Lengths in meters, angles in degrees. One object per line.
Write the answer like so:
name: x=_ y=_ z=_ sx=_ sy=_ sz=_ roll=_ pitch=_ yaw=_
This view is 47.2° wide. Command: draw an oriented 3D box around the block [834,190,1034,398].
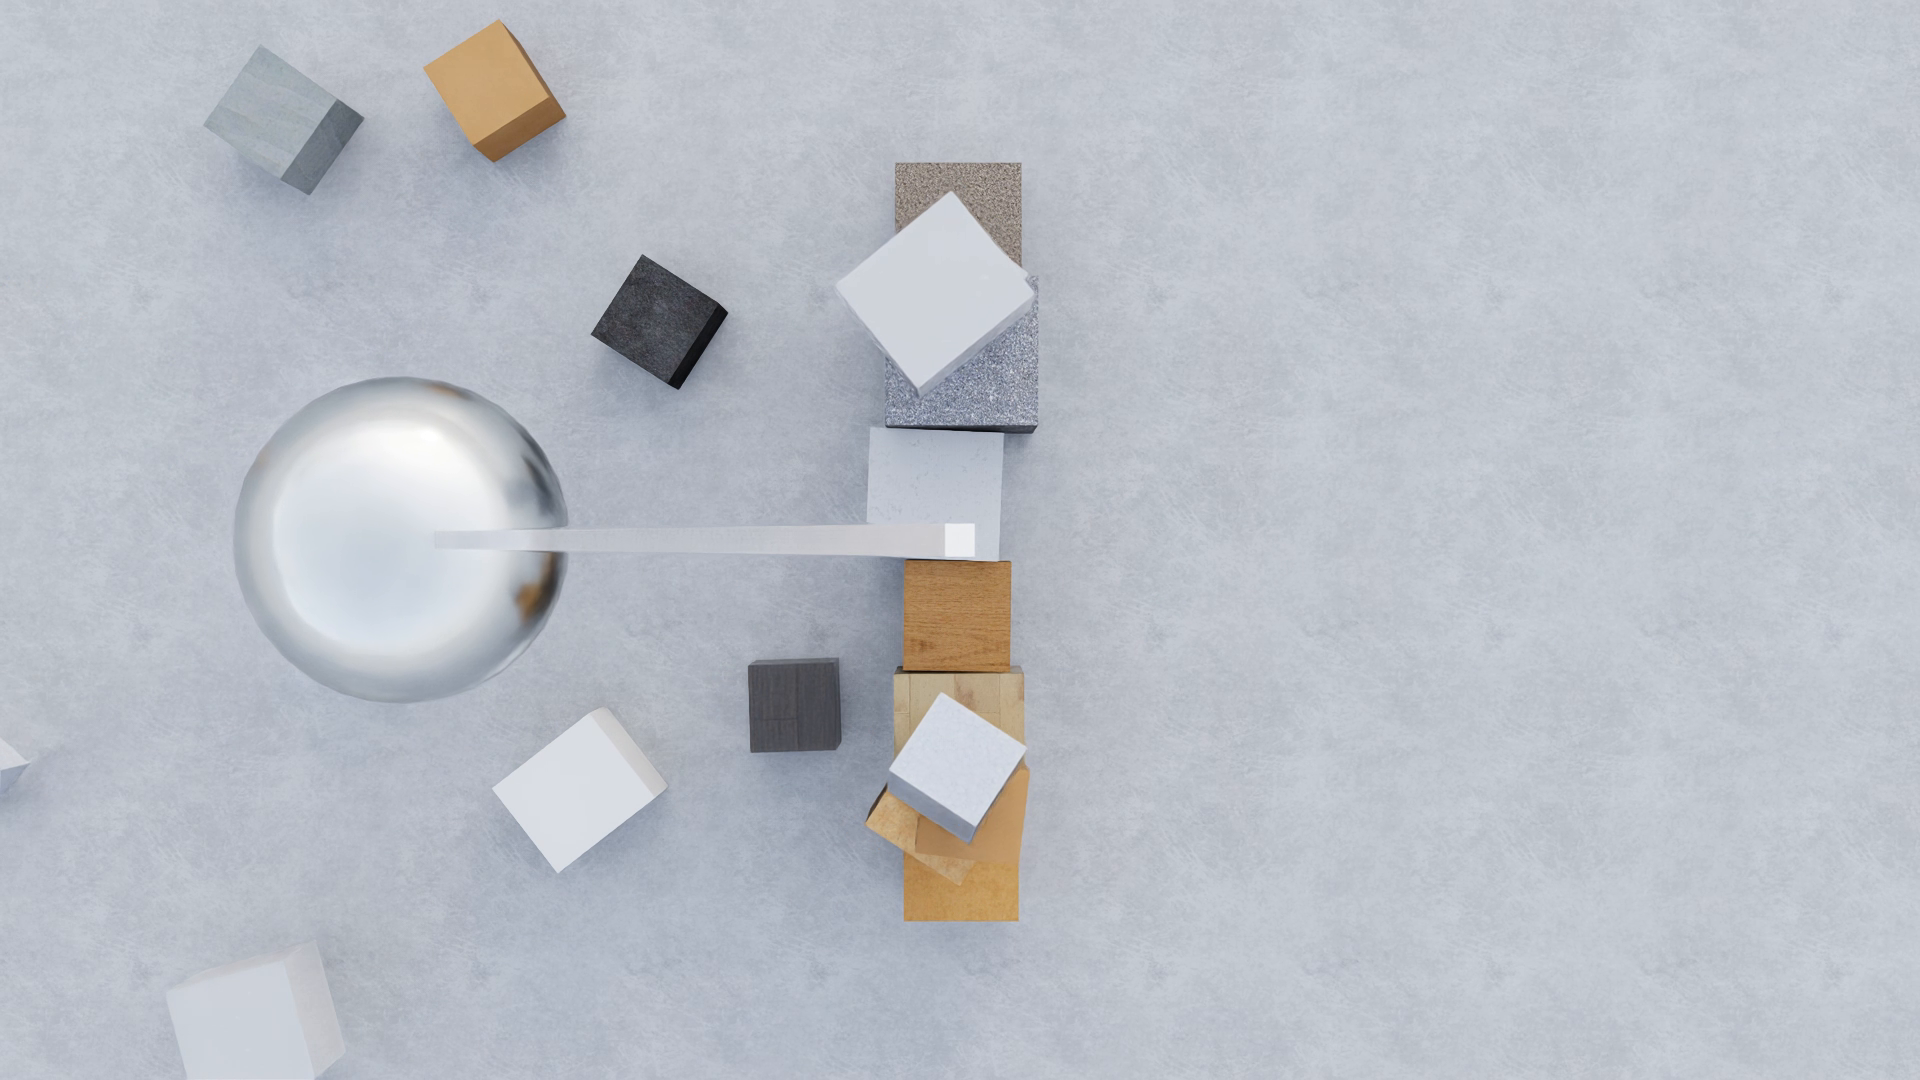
block: x=-0.120 y=-1.170 z=10.621 sx=0.707 sy=0.666 sz=0.622 roll=-39 pitch=90 yaw=0

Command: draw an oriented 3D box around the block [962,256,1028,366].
block: x=-0.016 y=-1.333 z=11.793 sx=0.517 sy=0.536 sz=0.560 roll=38 pitch=90 yaw=0

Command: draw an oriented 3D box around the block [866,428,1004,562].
block: x=-0.143 y=-0.255 z=12.646 sx=0.746 sy=0.708 sz=0.720 roll=2 pitch=90 yaw=0

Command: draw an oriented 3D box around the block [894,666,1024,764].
block: x=-0.004 y=1.133 z=12.596 sx=0.723 sy=0.808 sz=0.781 roll=0 pitch=90 yaw=0

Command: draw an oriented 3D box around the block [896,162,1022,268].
block: x=-0.009 y=-1.794 z=12.707 sx=0.715 sy=0.586 sz=0.674 roll=0 pitch=90 yaw=0

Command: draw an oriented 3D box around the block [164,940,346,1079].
block: x=-4.053 y=2.788 z=12.688 sx=0.694 sy=0.625 sz=0.688 roll=-15 pitch=90 yaw=0

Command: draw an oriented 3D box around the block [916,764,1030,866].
block: x=0.060 y=1.374 z=11.295 sx=0.525 sy=0.463 sz=0.480 roll=7 pitch=88 yaw=-1

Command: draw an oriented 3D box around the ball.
ball: x=-2.707 y=0.000 z=10.723 sx=1.600 sy=1.600 sz=1.600 roll=0 pitch=90 yaw=0

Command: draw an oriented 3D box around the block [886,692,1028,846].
block: x=-0.022 y=1.126 z=10.772 sx=0.495 sy=0.559 sz=0.457 roll=33 pitch=74 yaw=7

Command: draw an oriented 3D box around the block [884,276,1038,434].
block: x=0.009 y=-1.040 z=12.531 sx=0.842 sy=0.939 sz=0.818 roll=0 pitch=90 yaw=0

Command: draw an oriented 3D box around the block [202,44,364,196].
block: x=-3.899 y=-2.420 z=12.712 sx=0.533 sy=0.576 sz=0.563 roll=35 pitch=90 yaw=0

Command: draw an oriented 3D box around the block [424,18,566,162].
block: x=-2.681 y=-2.588 z=12.716 sx=0.513 sy=0.568 sz=0.523 roll=-33 pitch=90 yaw=0

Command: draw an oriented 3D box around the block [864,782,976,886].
block: x=-0.084 y=1.395 z=11.863 sx=0.593 sy=0.659 sz=0.620 roll=33 pitch=90 yaw=0

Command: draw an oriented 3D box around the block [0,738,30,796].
block: x=-5.854 y=1.367 z=12.771 sx=0.472 sy=0.458 sz=0.537 roll=41 pitch=90 yaw=0

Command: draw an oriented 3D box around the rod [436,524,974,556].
rod: x=-1.173 y=0.000 z=7.689 sx=0.080 sy=5.200 sz=0.080 roll=0 pitch=90 yaw=-27

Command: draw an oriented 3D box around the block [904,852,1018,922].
block: x=0.007 y=1.831 z=12.643 sx=0.642 sy=0.714 sz=0.600 roll=0 pitch=90 yaw=0

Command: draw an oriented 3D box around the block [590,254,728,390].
block: x=-1.733 y=-1.255 z=12.741 sx=0.519 sy=0.519 sz=0.545 roll=33 pitch=90 yaw=0

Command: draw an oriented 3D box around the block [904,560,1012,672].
block: x=-0.015 y=0.427 z=12.680 sx=0.601 sy=0.640 sz=0.619 roll=1 pitch=90 yaw=0

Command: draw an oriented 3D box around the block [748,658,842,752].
block: x=-0.951 y=0.950 z=12.725 sx=0.486 sy=0.550 sz=0.496 roll=-2 pitch=90 yaw=0

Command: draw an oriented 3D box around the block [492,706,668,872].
block: x=-2.183 y=1.429 z=12.709 sx=0.696 sy=0.583 sz=0.607 roll=-38 pitch=90 yaw=0
